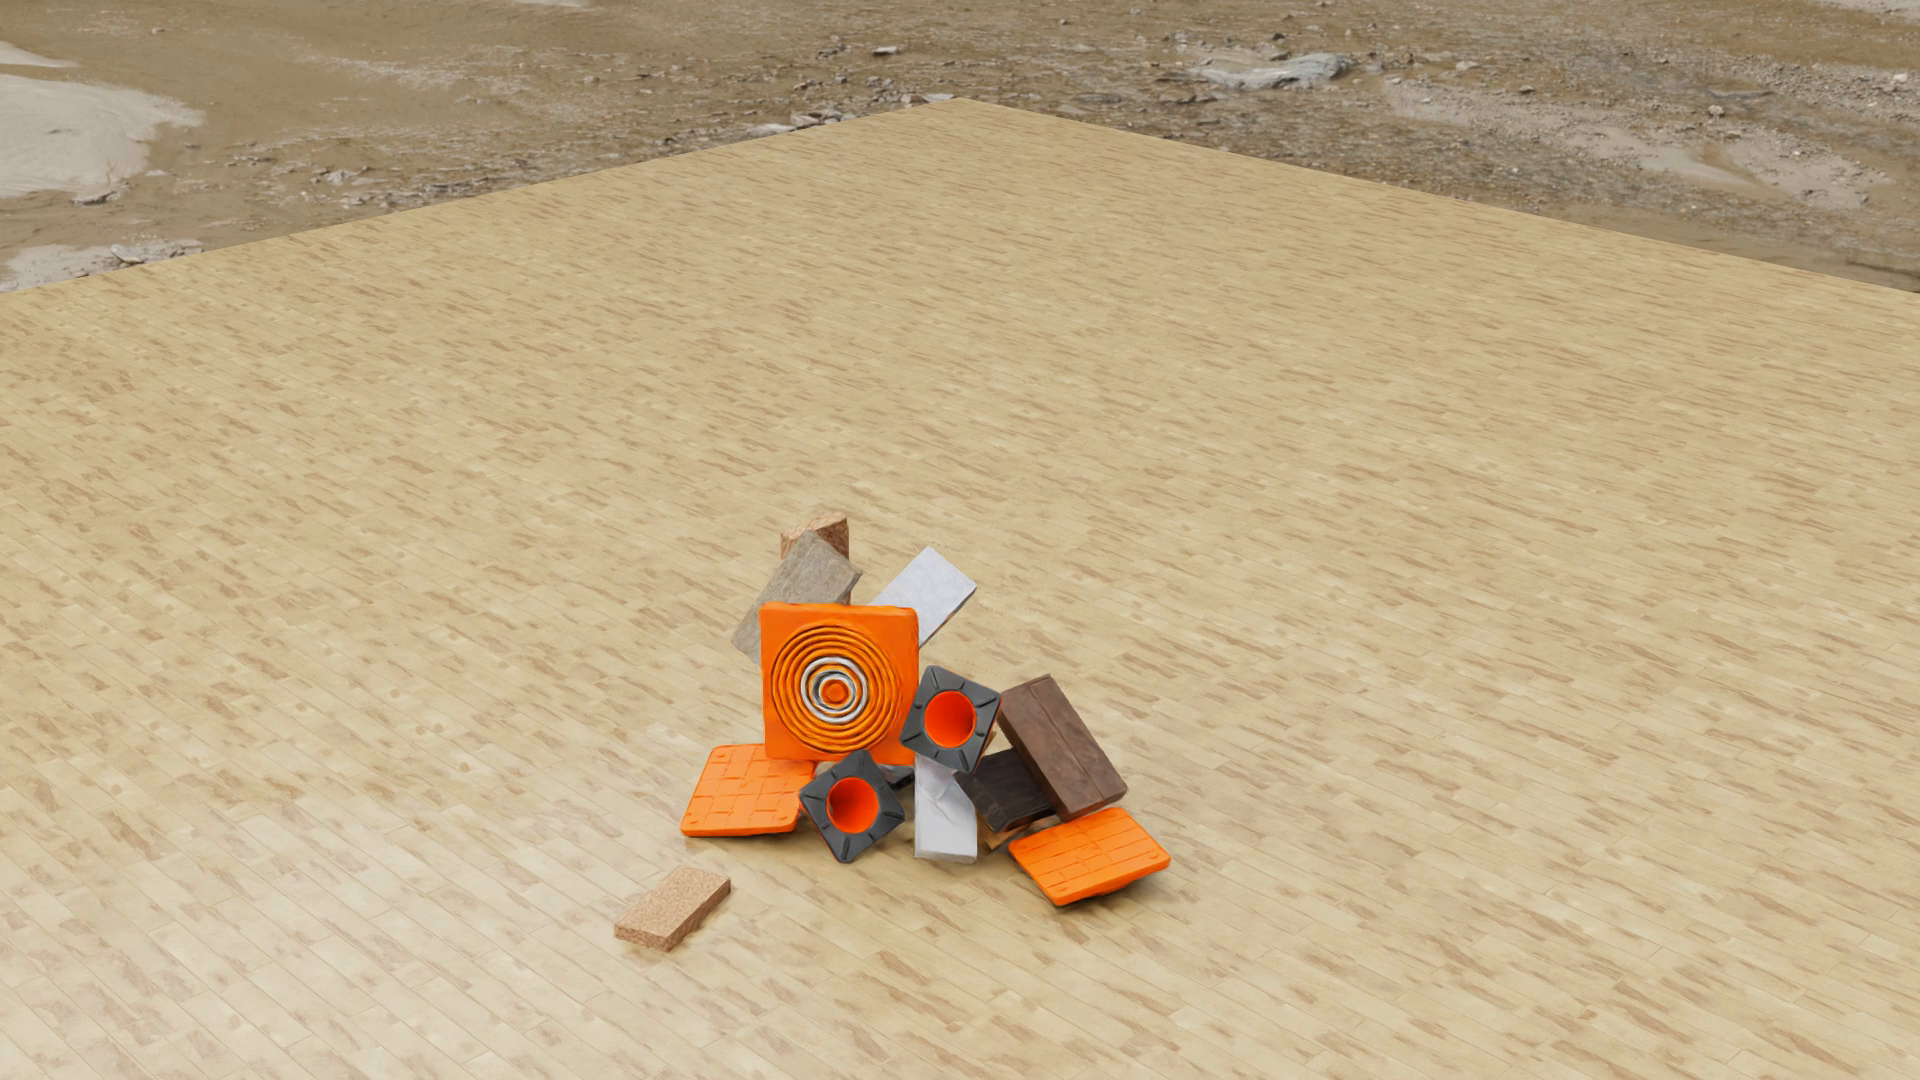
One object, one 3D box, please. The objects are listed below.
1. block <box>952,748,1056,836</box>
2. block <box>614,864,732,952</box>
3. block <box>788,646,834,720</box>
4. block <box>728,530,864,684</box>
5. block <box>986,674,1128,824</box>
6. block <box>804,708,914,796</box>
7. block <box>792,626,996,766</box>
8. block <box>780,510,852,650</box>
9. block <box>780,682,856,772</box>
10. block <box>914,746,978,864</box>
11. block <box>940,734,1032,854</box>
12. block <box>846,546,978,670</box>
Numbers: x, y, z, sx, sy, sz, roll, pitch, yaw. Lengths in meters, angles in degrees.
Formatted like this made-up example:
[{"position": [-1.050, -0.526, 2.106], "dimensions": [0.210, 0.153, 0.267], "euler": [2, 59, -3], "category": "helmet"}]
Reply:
[{"position": [0.114, 0.486, 4.336], "dimensions": [0.147, 0.042, 0.293], "euler": [52, 26, 17], "category": "block"}, {"position": [-0.534, 0.685, 4.105], "dimensions": [0.113, 0.032, 0.227], "euler": [10, 25, 23], "category": "block"}, {"position": [-0.313, 0.258, 4.660], "dimensions": [0.129, 0.036, 0.257], "euler": [-22, 55, -31], "category": "block"}, {"position": [-0.333, 0.135, 4.447], "dimensions": [0.141, 0.282, 0.040], "euler": [39, 13, 15], "category": "block"}, {"position": [0.193, 0.414, 4.389], "dimensions": [0.147, 0.042, 0.293], "euler": [-19, 62, -31], "category": "block"}, {"position": [-0.190, 0.415, 4.594], "dimensions": [0.257, 0.036, 0.129], "euler": [40, 47, 24], "category": "block"}, {"position": [-0.136, 0.346, 4.497], "dimensions": [0.412, 0.147, 0.042], "euler": [32, -3, 19], "category": "block"}, {"position": [-0.298, 0.089, 4.596], "dimensions": [0.141, 0.282, 0.040], "euler": [-22, 37, -31], "category": "block"}, {"position": [-0.267, 0.363, 4.681], "dimensions": [0.129, 0.036, 0.257], "euler": [-22, 64, -36], "category": "block"}, {"position": [-0.029, 0.514, 4.276], "dimensions": [0.113, 0.032, 0.227], "euler": [9, 53, -15], "category": "block"}, {"position": [0.030, 0.502, 4.352], "dimensions": [0.113, 0.032, 0.227], "euler": [-31, 70, -29], "category": "block"}, {"position": [-0.103, 0.149, 4.719], "dimensions": [0.141, 0.040, 0.282], "euler": [38, 56, 9], "category": "block"}]
